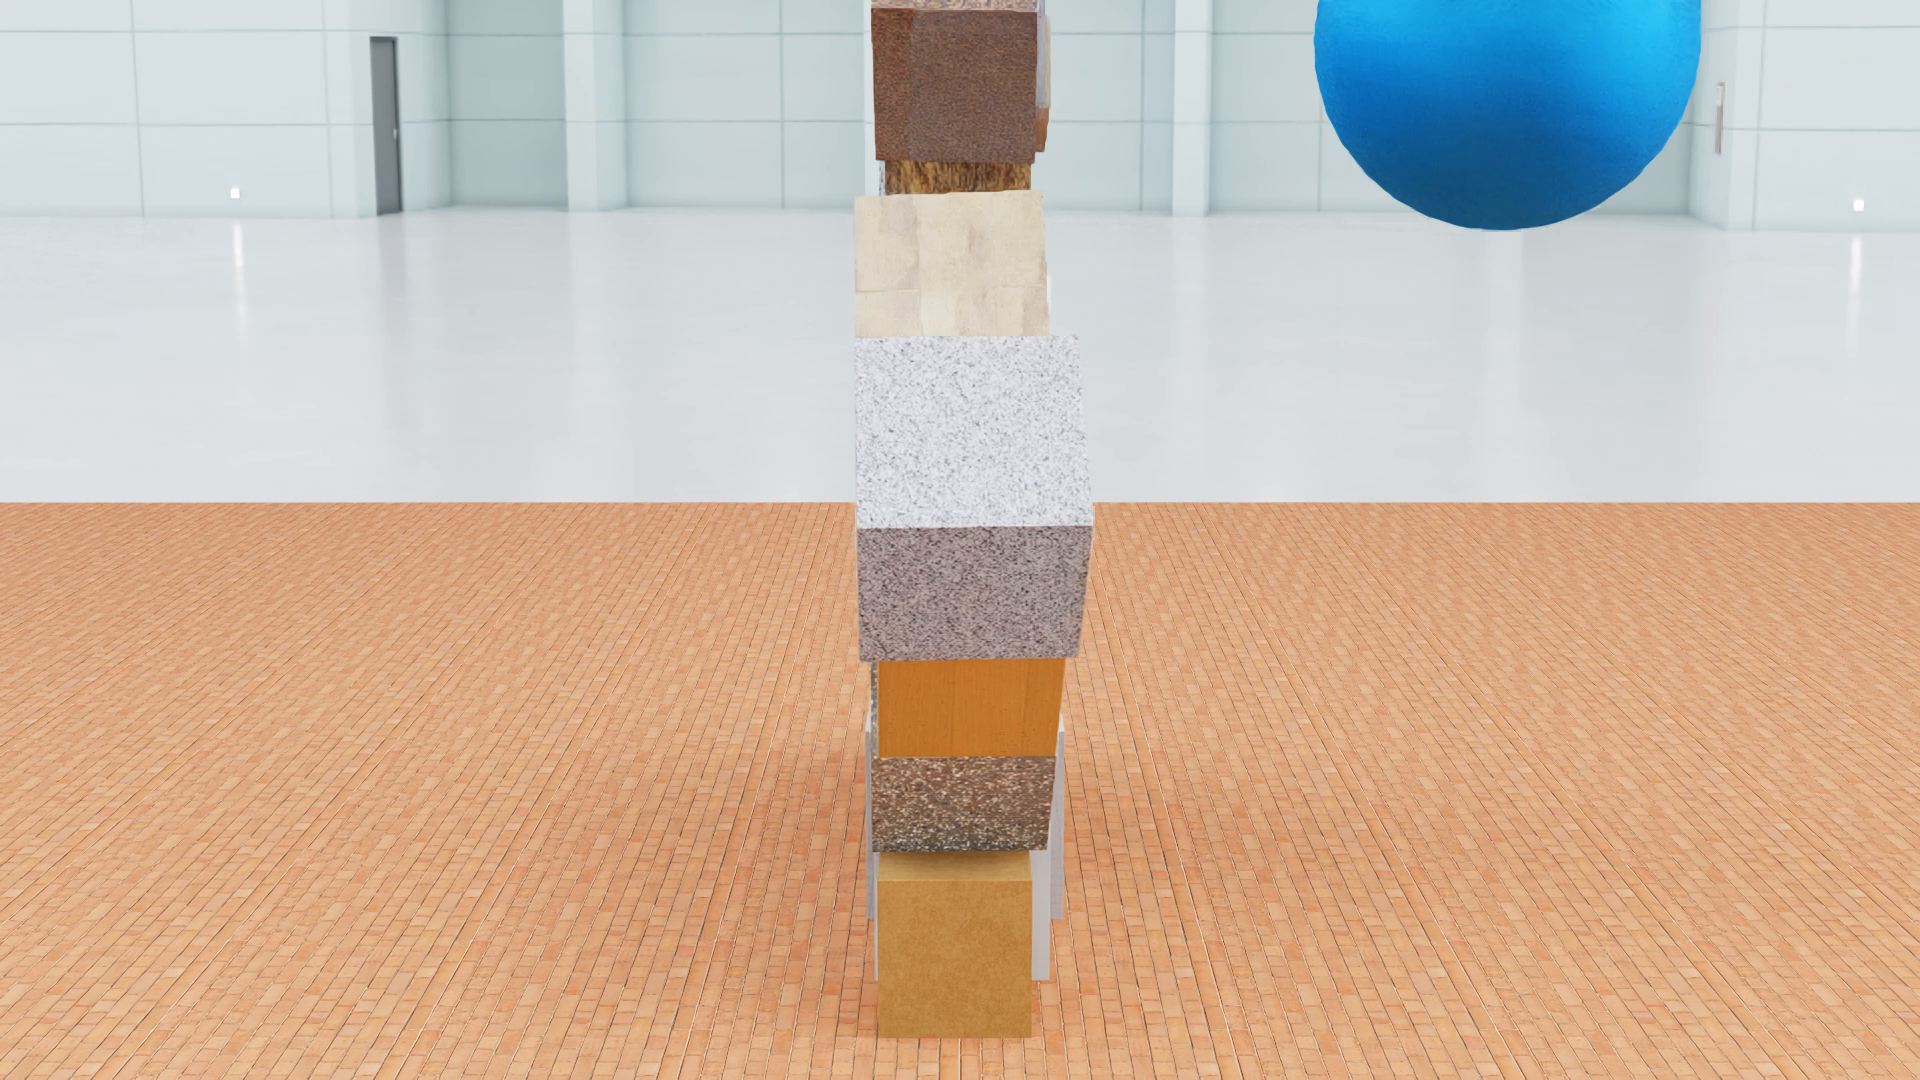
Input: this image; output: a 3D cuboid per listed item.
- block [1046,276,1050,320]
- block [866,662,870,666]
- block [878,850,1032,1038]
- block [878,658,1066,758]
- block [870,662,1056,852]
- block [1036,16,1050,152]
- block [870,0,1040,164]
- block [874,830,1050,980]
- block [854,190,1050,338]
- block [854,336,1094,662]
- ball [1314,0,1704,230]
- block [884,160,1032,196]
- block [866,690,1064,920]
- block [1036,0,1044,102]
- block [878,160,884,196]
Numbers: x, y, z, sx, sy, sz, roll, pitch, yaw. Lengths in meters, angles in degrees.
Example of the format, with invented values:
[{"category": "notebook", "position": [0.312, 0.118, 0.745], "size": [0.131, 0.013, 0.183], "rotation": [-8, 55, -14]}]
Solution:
[{"category": "block", "position": [0.020, -0.546, 9.613], "size": [0.609, 0.646, 0.620], "rotation": [2, 55, 1]}, {"category": "block", "position": [-0.013, 0.100, 9.883], "size": [0.656, 0.557, 0.584], "rotation": [3, 45, 2]}, {"category": "block", "position": [-0.020, 1.487, 9.704], "size": [0.565, 0.603, 0.602], "rotation": [0, 10, 0]}, {"category": "block", "position": [0.024, 0.293, 9.060], "size": [0.632, 0.705, 0.673], "rotation": [-1, 54, -2]}, {"category": "block", "position": [-0.001, 0.741, 9.601], "size": [0.662, 0.696, 0.578], "rotation": [0, 54, -2]}, {"category": "block", "position": [0.187, -2.126, 11.960], "size": [0.442, 0.467, 0.437], "rotation": [1, -19, -1]}, {"category": "block", "position": [-0.007, -1.977, 10.173], "size": [0.631, 0.696, 0.657], "rotation": [2, 44, 2]}, {"category": "block", "position": [0.008, 1.354, 10.367], "size": [0.686, 0.627, 0.728], "rotation": [0, 10, 0]}, {"category": "block", "position": [-0.022, -0.731, 8.903], "size": [0.642, 0.649, 0.690], "rotation": [-2, -31, 1]}, {"category": "block", "position": [0.025, -0.134, 8.469], "size": [0.732, 0.753, 0.769], "rotation": [-1, 54, -2]}, {"category": "ball", "position": [2.295, -2.107, 10.797], "size": [1.600, 1.600, 1.600], "rotation": [0, 10, 0]}, {"category": "block", "position": [-0.007, -1.578, 10.841], "size": [0.605, 0.524, 0.656], "rotation": [0, 10, 0]}, {"category": "block", "position": [0.020, 1.124, 11.108], "size": [0.828, 0.814, 0.788], "rotation": [0, 10, 0]}, {"category": "block", "position": [0.101, -2.229, 11.099], "size": [0.517, 0.594, 0.485], "rotation": [0, 19, 0]}, {"category": "block", "position": [-0.037, -1.544, 12.384], "size": [0.670, 0.713, 0.672], "rotation": [0, -15, 2]}]
